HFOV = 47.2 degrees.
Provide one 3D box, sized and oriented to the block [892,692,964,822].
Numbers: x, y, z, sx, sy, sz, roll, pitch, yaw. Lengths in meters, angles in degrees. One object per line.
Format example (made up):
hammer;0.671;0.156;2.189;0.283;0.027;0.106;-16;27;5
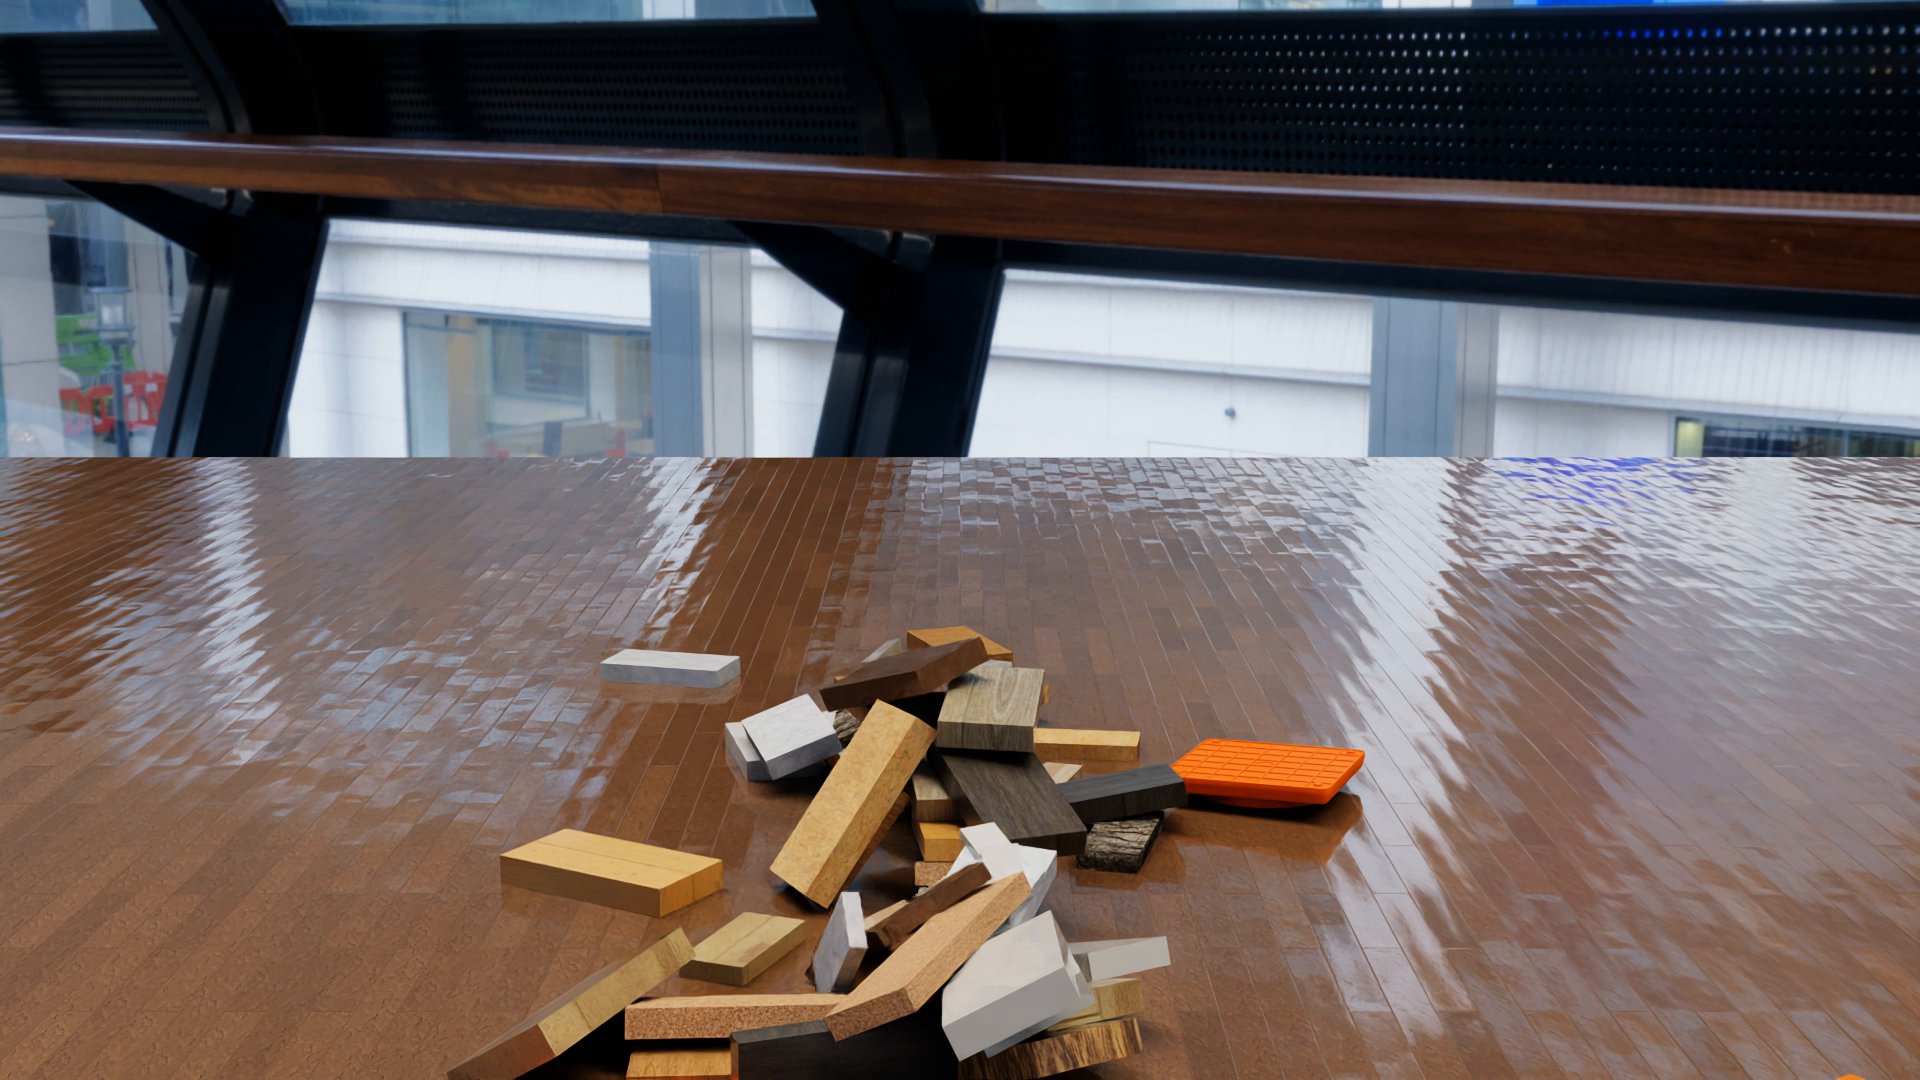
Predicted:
block;-0.017;0.364;3.741;0.157;0.044;0.339;0;27;-9

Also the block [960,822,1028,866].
block;0.051;0.470;3.315;0.057;0.016;0.141;-8;24;-19

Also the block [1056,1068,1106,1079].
block;0.141;0.726;2.623;0.161;0.046;0.321;21;13;22

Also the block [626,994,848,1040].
block;-0.256;0.650;3.008;0.386;0.041;0.144;-1;-6;-2

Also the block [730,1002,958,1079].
block;-0.145;0.680;2.788;0.287;0.144;0.041;-4;10;-19

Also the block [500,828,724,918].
block;-0.588;0.558;3.706;0.339;0.048;0.170;6;12;30

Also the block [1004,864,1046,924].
block;0.073;0.512;3.193;0.057;0.016;0.113;12;33;26

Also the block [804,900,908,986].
block;-0.150;0.608;3.326;0.026;0.091;0.182;44;31;21

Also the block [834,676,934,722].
block;-0.114;0.303;4.009;0.144;0.041;0.287;-7;17;-21

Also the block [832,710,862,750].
block;-0.210;0.361;4.387;0.085;0.024;0.169;-25;18;11

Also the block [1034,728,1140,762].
block;0.257;0.419;4.506;0.218;0.031;0.109;1;11;7

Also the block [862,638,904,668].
block;-0.166;0.300;4.922;0.031;0.109;0.218;-9;8;15

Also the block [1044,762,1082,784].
block;0.167;0.475;4.229;0.074;0.021;0.260;3;11;18

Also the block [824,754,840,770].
block;-0.258;0.424;4.333;0.024;0.085;0.169;-37;18;-8

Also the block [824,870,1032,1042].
block;-0.032;0.544;2.914;0.118;0.034;0.474;-25;0;21

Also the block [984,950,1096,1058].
block;0.083;0.584;2.862;0.151;0.043;0.301;-27;2;-3

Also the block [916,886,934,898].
block;-0.001;0.563;3.406;0.128;0.036;0.256;0;-4;0

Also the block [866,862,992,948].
block;-0.046;0.518;3.123;0.182;0.026;0.091;-31;-2;-17

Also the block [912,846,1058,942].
block;0.040;0.532;3.237;0.139;0.039;0.277;7;23;16

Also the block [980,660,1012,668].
block;0.005;0.297;4.961;0.153;0.043;0.307;-3;-1;-13

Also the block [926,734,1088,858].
block;0.072;0.410;3.563;0.157;0.044;0.314;-4;28;-20

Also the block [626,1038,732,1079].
block;-0.295;0.704;2.943;0.287;0.041;0.144;-1;11;-3

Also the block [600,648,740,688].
block;-0.674;0.299;5.124;0.290;0.041;0.145;3;11;16

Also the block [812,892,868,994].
block;-0.172;0.589;3.125;0.026;0.182;0.091;4;47;-18

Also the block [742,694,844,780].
block;-0.332;0.384;4.317;0.145;0.041;0.290;-22;16;-10

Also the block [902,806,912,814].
block;-0.072;0.401;3.960;0.144;0.041;0.350;-5;16;-14

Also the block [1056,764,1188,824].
block;0.249;0.474;4.024;0.306;0.043;0.153;-10;8;-6

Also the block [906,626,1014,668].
block;-0.003;0.266;5.295;0.153;0.043;0.307;-4;11;-21

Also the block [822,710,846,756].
block;-0.161;0.399;4.318;0.153;0.043;0.527;-32;18;-9

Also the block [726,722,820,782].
block;-0.382;0.423;4.454;0.145;0.041;0.290;-3;11;-14

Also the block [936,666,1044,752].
block;0.055;0.283;3.738;0.157;0.044;0.314;3;14;5

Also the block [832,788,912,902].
block;-0.168;0.494;3.670;0.030;0.214;0.107;36;-2;-20

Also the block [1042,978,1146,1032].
block;0.110;0.638;3.021;0.151;0.043;0.301;-5;-8;-27

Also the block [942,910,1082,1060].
block;0.060;0.551;2.747;0.161;0.046;0.321;-27;2;1

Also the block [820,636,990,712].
block;-0.101;0.238;3.870;0.153;0.043;0.306;-26;6;-37

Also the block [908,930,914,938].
block;-0.005;0.596;3.342;0.139;0.039;0.277;0;-4;1

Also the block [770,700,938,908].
block;-0.178;0.435;3.660;0.048;0.339;0.170;36;-9;-24

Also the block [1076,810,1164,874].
block;0.287;0.531;3.904;0.107;0.030;0.270;3;11;15

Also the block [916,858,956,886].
block;-0.006;0.544;3.609;0.128;0.036;0.256;0;-7;0

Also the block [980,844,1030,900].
block;0.065;0.486;3.207;0.057;0.016;0.113;-7;30;-4

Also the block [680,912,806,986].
block;-0.332;0.627;3.382;0.107;0.030;0.214;4;11;22

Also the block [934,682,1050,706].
block;0.033;0.318;4.664;0.153;0.043;0.307;-1;-7;43

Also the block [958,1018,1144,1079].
block;0.094;0.662;2.834;0.151;0.043;0.301;-6;-12;-27

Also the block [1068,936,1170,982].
block;0.158;0.604;3.144;0.139;0.039;0.277;-4;-9;-34

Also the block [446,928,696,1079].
block;-0.524;0.646;3.010;0.170;0.048;0.376;-31;-2;24

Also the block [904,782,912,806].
block;-0.054;0.388;3.853;0.144;0.041;0.287;-4;16;-13

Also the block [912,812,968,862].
block;-0.006;0.478;3.613;0.128;0.036;0.256;0;6;-6
